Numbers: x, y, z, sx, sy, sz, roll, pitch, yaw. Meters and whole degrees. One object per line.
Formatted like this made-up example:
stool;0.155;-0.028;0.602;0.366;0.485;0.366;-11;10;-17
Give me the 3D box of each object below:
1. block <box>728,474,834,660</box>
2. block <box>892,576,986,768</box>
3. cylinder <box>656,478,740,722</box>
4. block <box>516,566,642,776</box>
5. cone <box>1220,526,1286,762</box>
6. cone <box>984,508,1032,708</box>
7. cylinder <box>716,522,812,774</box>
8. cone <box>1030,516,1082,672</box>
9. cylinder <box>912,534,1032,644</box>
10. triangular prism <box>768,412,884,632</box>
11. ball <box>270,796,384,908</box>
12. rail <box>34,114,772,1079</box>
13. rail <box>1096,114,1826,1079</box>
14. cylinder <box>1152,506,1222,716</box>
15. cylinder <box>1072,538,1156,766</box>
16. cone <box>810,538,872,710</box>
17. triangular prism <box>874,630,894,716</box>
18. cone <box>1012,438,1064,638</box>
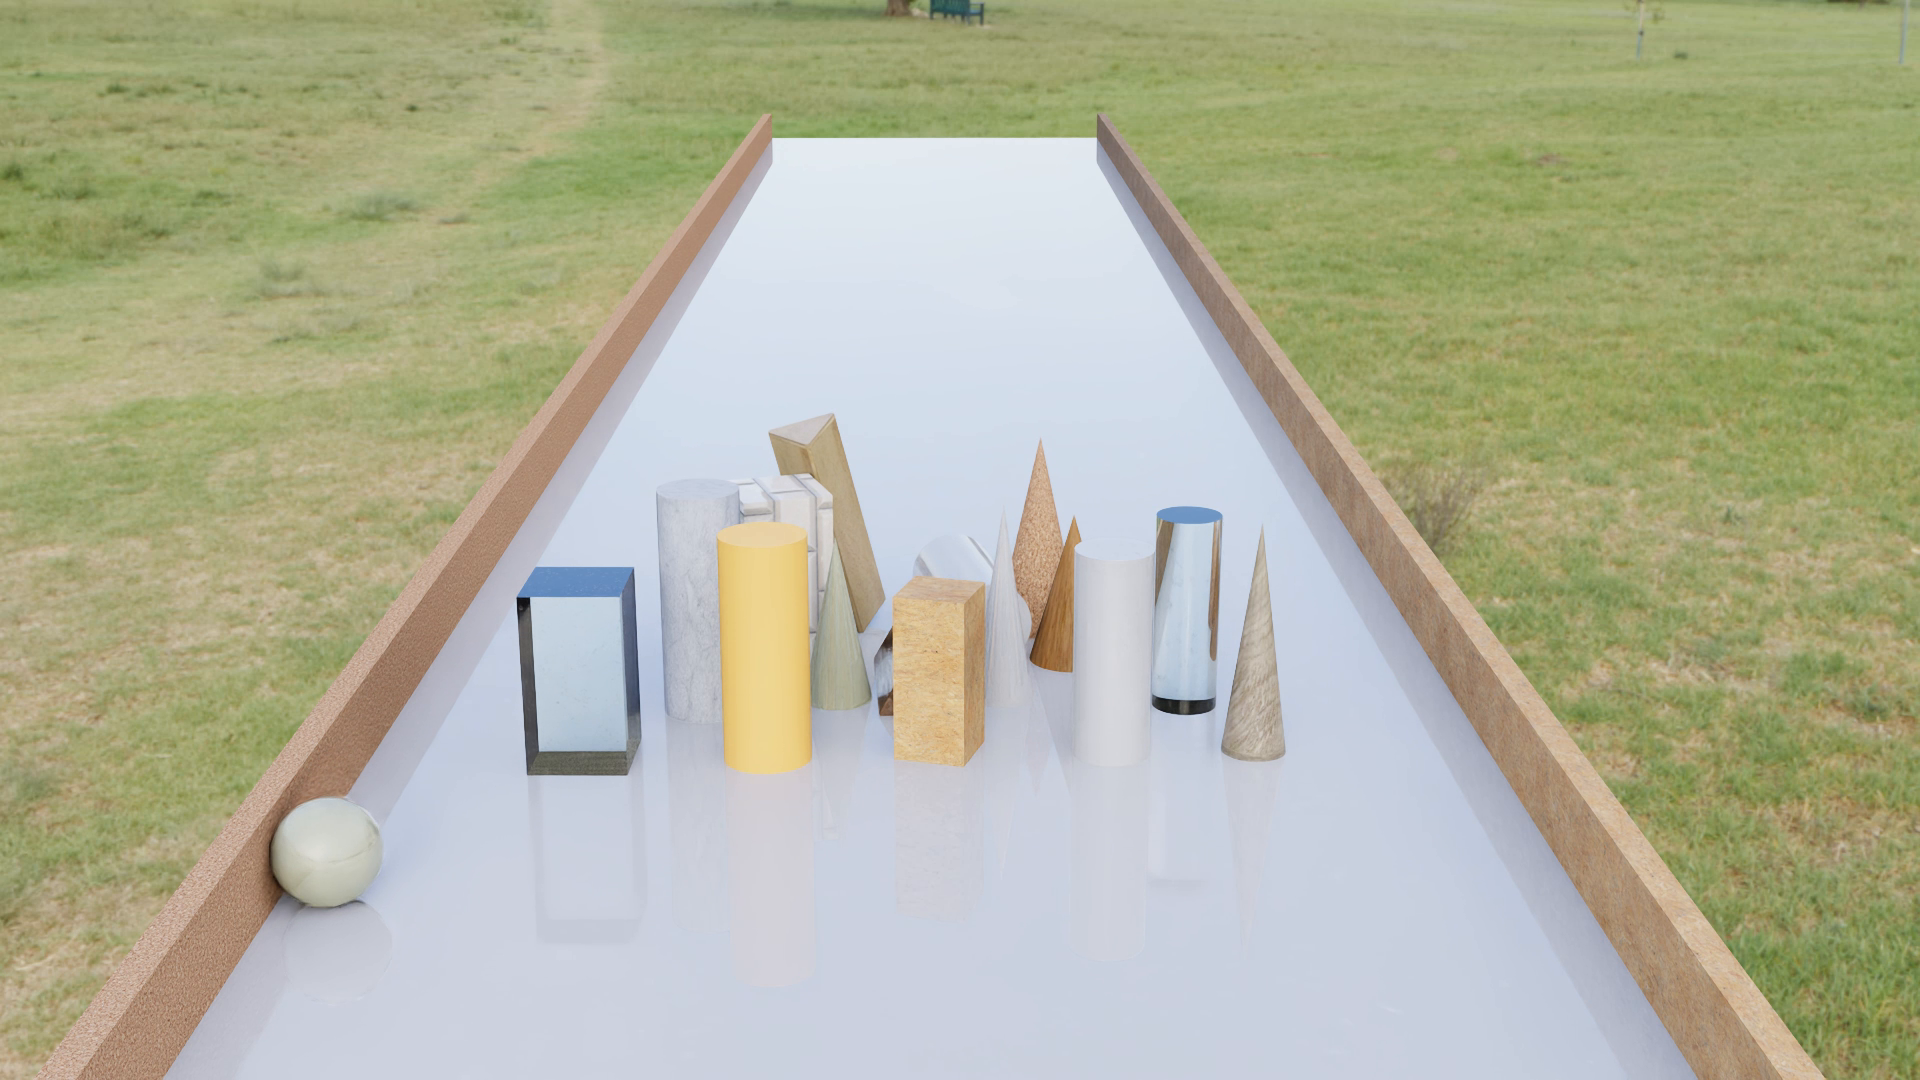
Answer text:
block;-0.358;0.071;4.355;0.176;0.361;0.176;-6;17;-18
block;-0.036;0.232;3.914;0.130;0.303;0.130;5;17;16
cylinder;-0.481;0.112;4.096;0.152;0.430;0.152;0;17;0
block;-0.669;0.230;3.880;0.176;0.328;0.176;0;17;0
cone;0.528;0.173;3.897;0.116;0.426;0.116;0;17;0
cone;0.082;0.116;4.160;0.115;0.386;0.115;0;17;0
cylinder;-0.342;0.189;3.864;0.156;0.415;0.156;0;17;0
cone;0.225;0.093;4.384;0.171;0.301;0.171;0;17;0
cylinder;0.021;0.120;4.524;0.172;0.172;0.362;-3;17;-11
triangular prism;-0.253;-0.041;4.554;0.119;0.444;0.137;-31;31;-29
ball;-0.961;0.474;3.342;0.167;0.167;0.167;0;17;0
rail;-1.118;-0.838;7.780;0.050;0.150;12.000;0;17;-1
rail;0.932;-0.844;7.801;0.050;0.150;12.000;0;17;-1
cylinder;0.425;0.132;4.128;0.123;0.373;0.123;0;17;0
cylinder;0.270;0.198;3.894;0.140;0.381;0.140;0;17;0
cone;-0.234;0.148;4.164;0.133;0.322;0.133;0;17;0
triangular prism;-0.115;0.244;4.257;0.093;0.081;0.311;-1;17;-4
cone;0.165;-0.017;4.567;0.177;0.409;0.177;0;17;0
